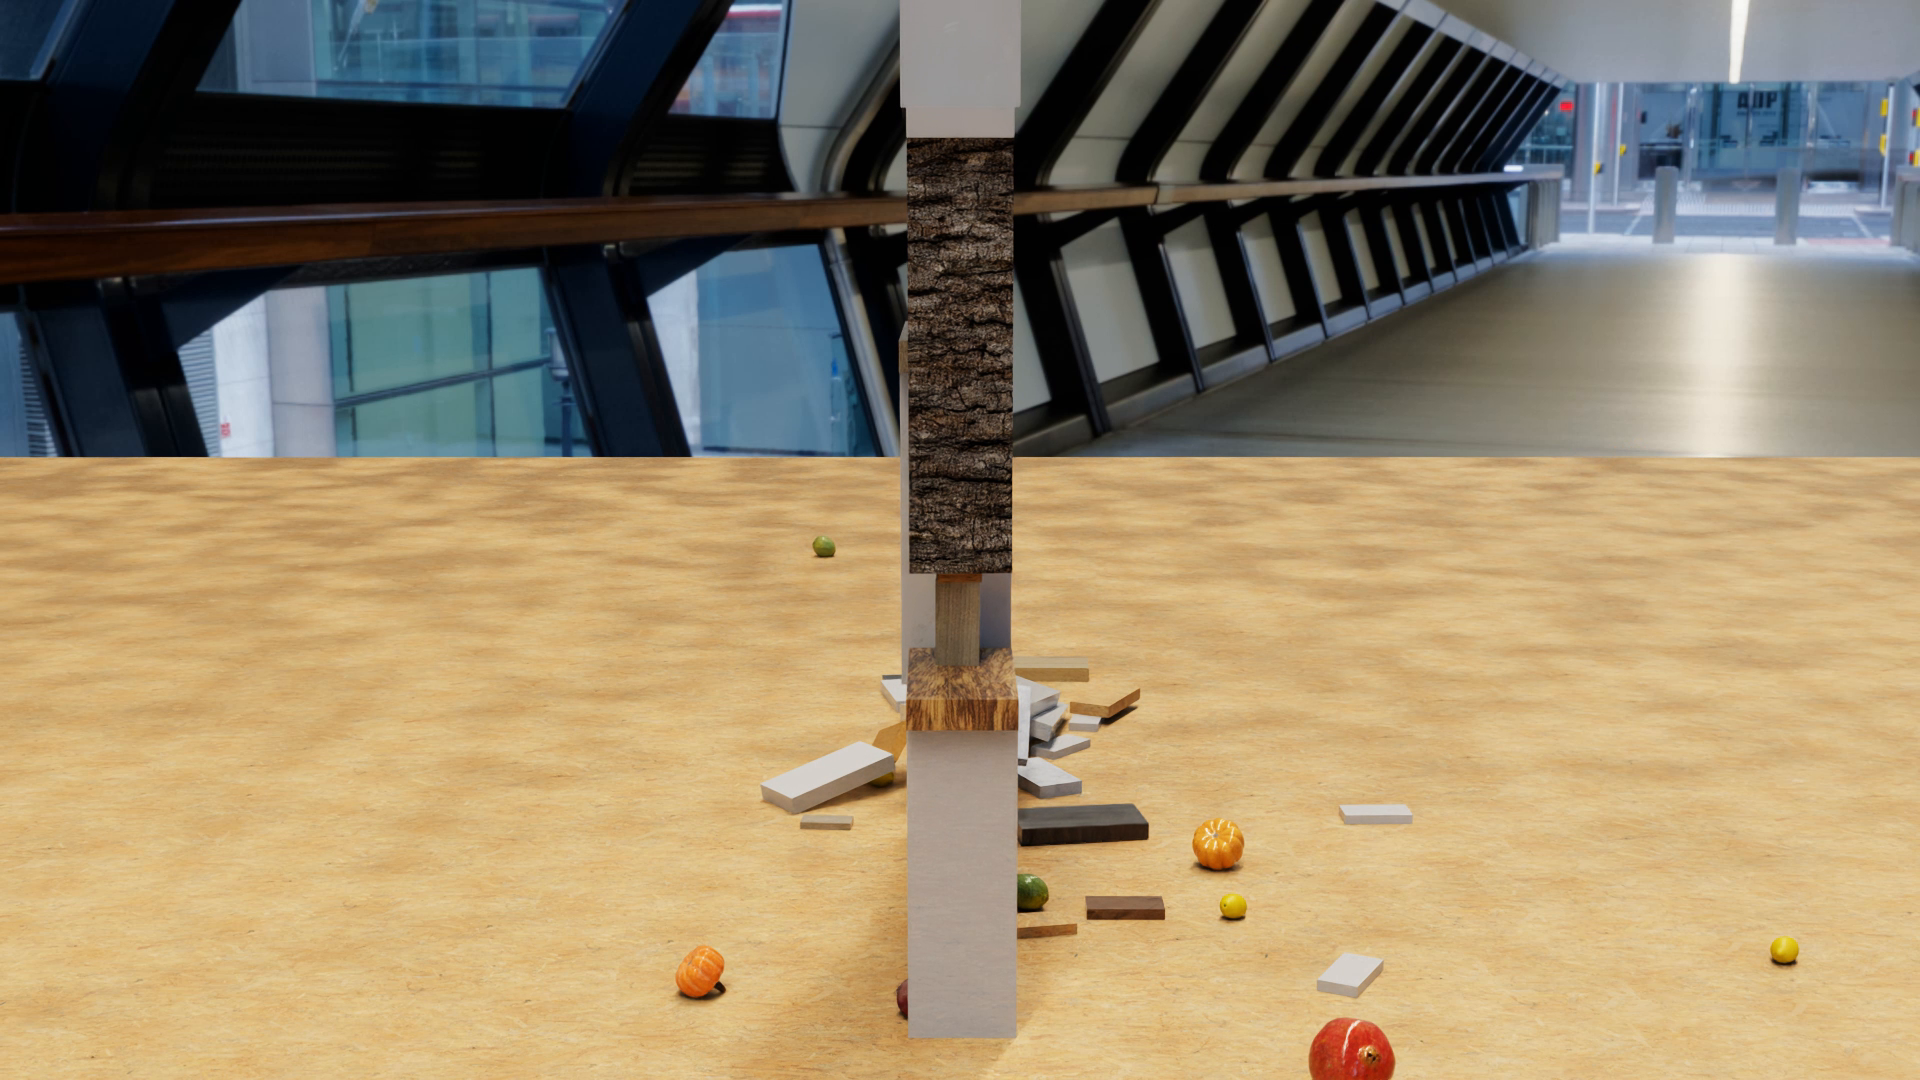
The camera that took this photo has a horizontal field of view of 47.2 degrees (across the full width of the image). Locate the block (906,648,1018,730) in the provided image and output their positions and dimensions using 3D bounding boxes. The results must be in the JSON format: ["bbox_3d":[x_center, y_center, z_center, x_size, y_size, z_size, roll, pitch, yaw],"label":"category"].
[{"bbox_3d":[0.002,0.209,3.121,0.152,0.043,0.304,0,11,0],"label":"block"}]

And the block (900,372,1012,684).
[{"bbox_3d":[-0.006,-0.019,3.289,0.165,0.474,0.047,0,11,0],"label":"block"}]

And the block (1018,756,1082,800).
[{"bbox_3d":[0.155,0.463,4.283,0.090,0.026,0.181,-5,12,-25],"label":"block"}]

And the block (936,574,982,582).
[{"bbox_3d":[-0.002,0.039,3.178,0.063,0.018,0.125,0,12,-2],"label":"block"}]

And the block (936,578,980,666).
[{"bbox_3d":[-0.003,0.117,3.154,0.063,0.125,0.018,1,11,4],"label":"block"}]

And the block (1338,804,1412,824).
[{"bbox_3d":[0.768,0.507,4.066,0.124,0.018,0.062,0,11,-1],"label":"block"}]

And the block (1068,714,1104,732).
[{"bbox_3d":[0.278,0.382,4.743,0.062,0.018,0.171,2,11,11],"label":"block"}]

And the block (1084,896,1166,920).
[{"bbox_3d":[0.268,0.598,3.577,0.126,0.018,0.063,0,11,0],"label":"block"}]

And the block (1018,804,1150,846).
[{"bbox_3d":[0.214,0.515,3.982,0.232,0.033,0.116,-1,12,-10],"label":"block"}]

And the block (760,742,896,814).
[{"bbox_3d":[-0.251,0.452,4.196,0.232,0.033,0.116,-21,20,-32],"label":"block"}]

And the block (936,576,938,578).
[{"bbox_3d":[-0.004,0.103,3.232,0.063,0.125,0.018,0,11,0],"label":"block"}]

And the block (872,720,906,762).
[{"bbox_3d":[-0.141,0.404,4.316,0.022,0.079,0.158,32,-21,-12],"label":"block"}]

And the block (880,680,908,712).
[{"bbox_3d":[-0.116,0.346,4.911,0.090,0.026,0.192,-2,11,-12],"label":"block"}]

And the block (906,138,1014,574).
[{"bbox_3d":[0.000,-0.252,3.055,0.145,0.603,0.041,0,11,-1],"label":"block"}]

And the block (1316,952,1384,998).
[{"bbox_3d":[0.585,0.651,3.292,0.062,0.018,0.124,6,12,28],"label":"block"}]

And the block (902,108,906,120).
[{"bbox_3d":[-0.004,-0.804,3.274,0.167,0.349,0.047,0,11,0],"label":"block"}]

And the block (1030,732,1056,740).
[{"bbox_3d":[0.149,0.397,4.658,0.062,0.017,0.123,-4,11,-22],"label":"block"}]

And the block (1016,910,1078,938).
[{"bbox_3d":[0.118,0.612,3.500,0.126,0.018,0.063,-2,11,-12],"label":"block"}]

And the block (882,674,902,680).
[{"bbox_3d":[-0.132,0.322,5.075,0.093,0.013,0.046,-1,11,-7],"label":"block"}]

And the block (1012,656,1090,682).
[{"bbox_3d":[0.186,0.301,5.138,0.226,0.032,0.113,0,11,1],"label":"block"}]

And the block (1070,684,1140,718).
[{"bbox_3d":[0.317,0.349,4.798,0.090,0.026,0.181,5,12,26],"label":"block"}]

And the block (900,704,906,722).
[{"bbox_3d":[-0.040,0.364,4.628,0.131,0.037,0.262,-2,-2,-11],"label":"block"}]

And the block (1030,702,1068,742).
[{"bbox_3d":[0.152,0.365,4.613,0.116,0.033,0.307,18,7,7],"label":"block"}]

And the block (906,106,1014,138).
[{"bbox_3d":[-0.002,-0.586,3.087,0.145,0.041,0.290,0,11,-1],"label":"block"}]

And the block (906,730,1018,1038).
[{"bbox_3d":[0.003,0.472,3.064,0.152,0.453,0.043,0,10,0],"label":"block"}]

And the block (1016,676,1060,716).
[{"bbox_3d":[0.099,0.326,4.483,0.113,0.032,0.472,19,6,14],"label":"block"}]

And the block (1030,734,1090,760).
[{"bbox_3d":[0.206,0.424,4.513,0.062,0.017,0.123,9,14,39],"label":"block"}]

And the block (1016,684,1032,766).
[{"bbox_3d":[0.089,0.348,4.174,0.084,0.024,0.168,7,50,-3],"label":"block"}]

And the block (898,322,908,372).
[{"bbox_3d":[-0.006,-0.296,3.349,0.165,0.047,0.329,0,11,0],"label":"block"}]

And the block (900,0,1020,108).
[{"bbox_3d":[0.000,-0.770,3.048,0.167,0.334,0.047,0,11,-2],"label":"block"}]

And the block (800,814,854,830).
[{"bbox_3d":[-0.244,0.517,4.026,0.093,0.013,0.046,1,11,4],"label":"block"}]
